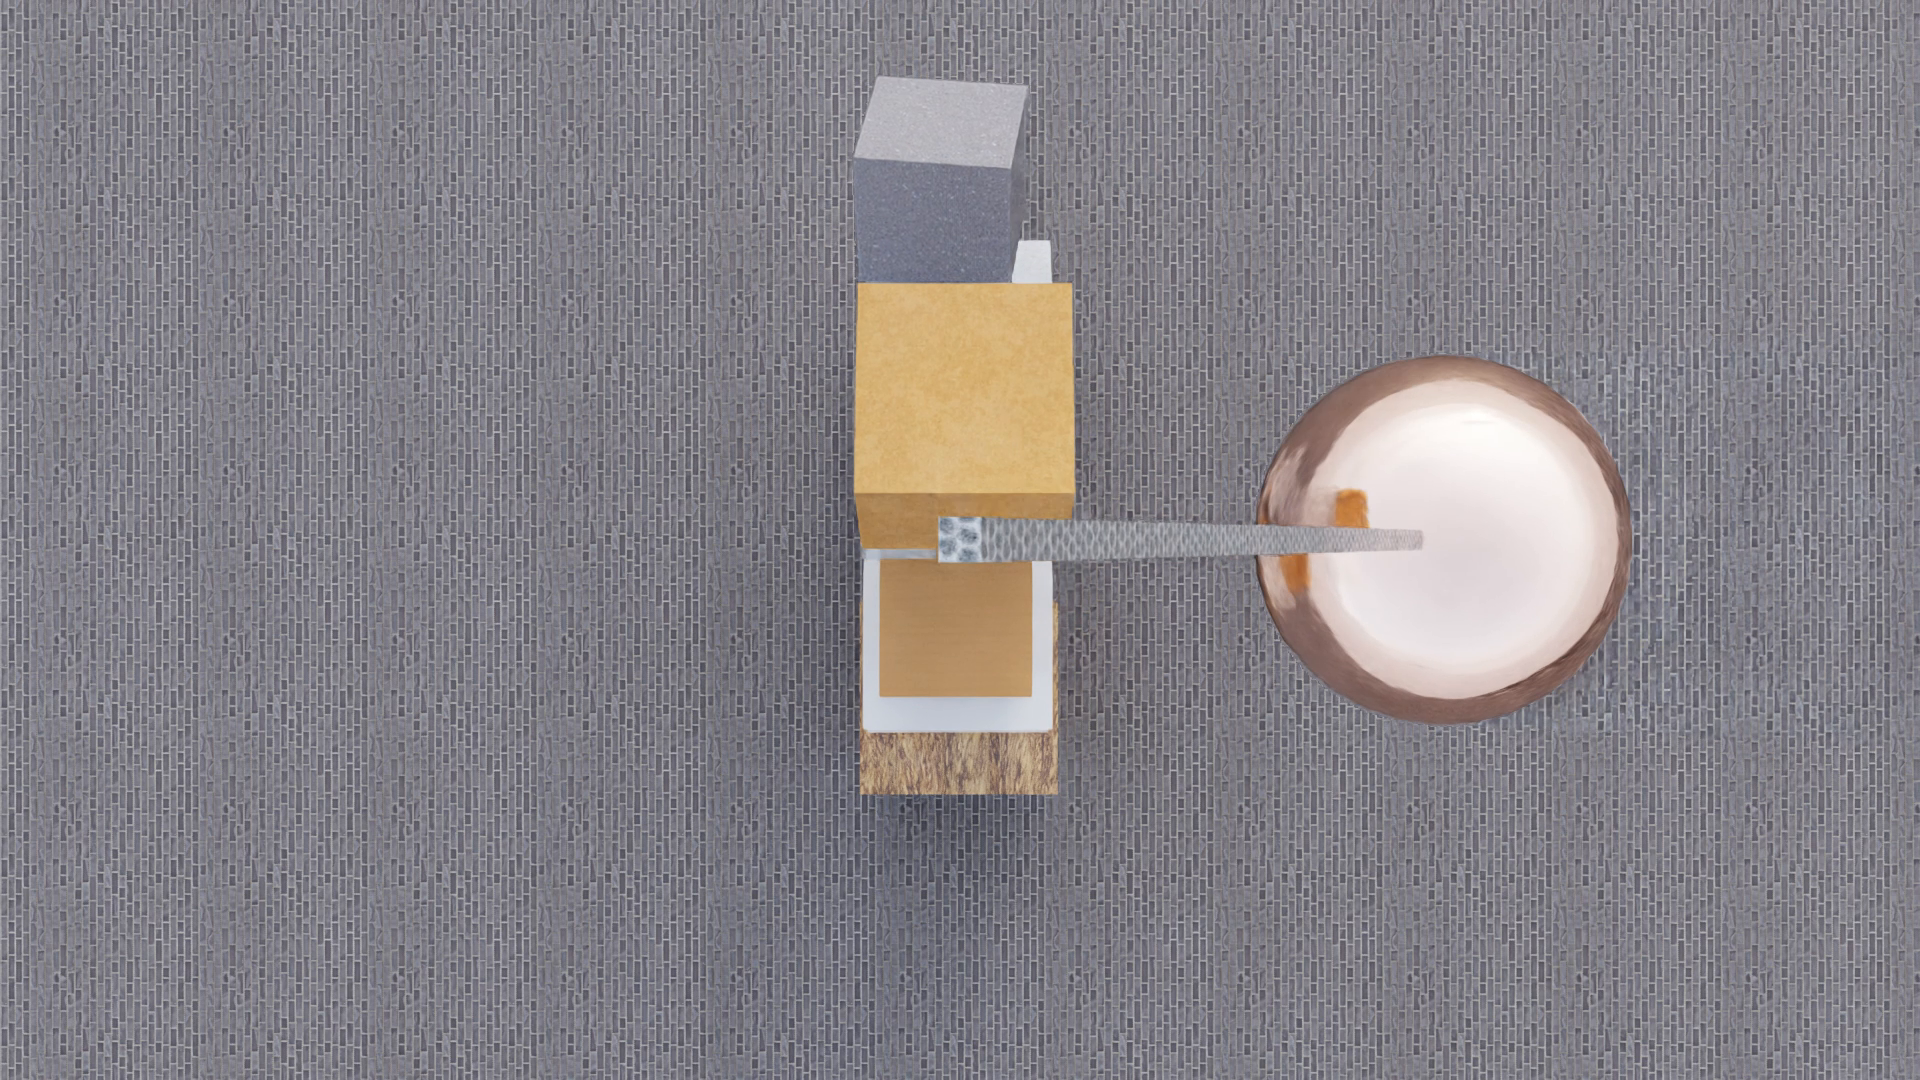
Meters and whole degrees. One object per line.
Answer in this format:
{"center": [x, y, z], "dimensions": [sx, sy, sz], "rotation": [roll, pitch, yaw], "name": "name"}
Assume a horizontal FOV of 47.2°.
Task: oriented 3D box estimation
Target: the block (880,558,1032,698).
{"center": [-0.018, 0.340, 9.690], "dimensions": [0.648, 0.714, 0.658], "rotation": [0, 90, 0], "name": "block"}

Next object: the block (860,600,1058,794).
{"center": [-0.006, 0.860, 12.458], "dimensions": [1.074, 1.084, 1.037], "rotation": [0, 90, 0], "name": "block"}

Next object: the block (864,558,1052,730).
{"center": [-0.010, 0.432, 10.424], "dimensions": [0.865, 0.756, 0.873], "rotation": [0, 90, 0], "name": "block"}

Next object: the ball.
{"center": [2.074, 0.000, 9.505], "dimensions": [1.600, 1.600, 1.600], "rotation": [0, 90, 0], "name": "ball"}

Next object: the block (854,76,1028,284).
{"center": [-0.078, -1.651, 10.208], "dimensions": [0.702, 0.690, 0.681], "rotation": [5, 133, 6], "name": "block"}

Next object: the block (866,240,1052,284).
{"center": [-0.004, -0.789, 10.561], "dimensions": [0.870, 0.942, 0.871], "rotation": [0, 52, 0], "name": "block"}

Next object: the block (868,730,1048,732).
{"center": [-0.011, 0.467, 11.359], "dimensions": [0.884, 1.113, 0.962], "rotation": [0, 90, 0], "name": "block"}

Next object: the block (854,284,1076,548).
{"center": [0.017, -0.461, 8.371], "dimensions": [0.797, 0.655, 0.827], "rotation": [0, 72, 0], "name": "block"}

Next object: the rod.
{"center": [0.899, 0.000, 6.314], "dimensions": [0.080, 5.200, 0.080], "rotation": [0, 90, 20], "name": "rod"}

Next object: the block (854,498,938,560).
{"center": [-0.011, -0.371, 9.073], "dimensions": [0.798, 0.734, 0.709], "rotation": [0, 72, 0], "name": "block"}
